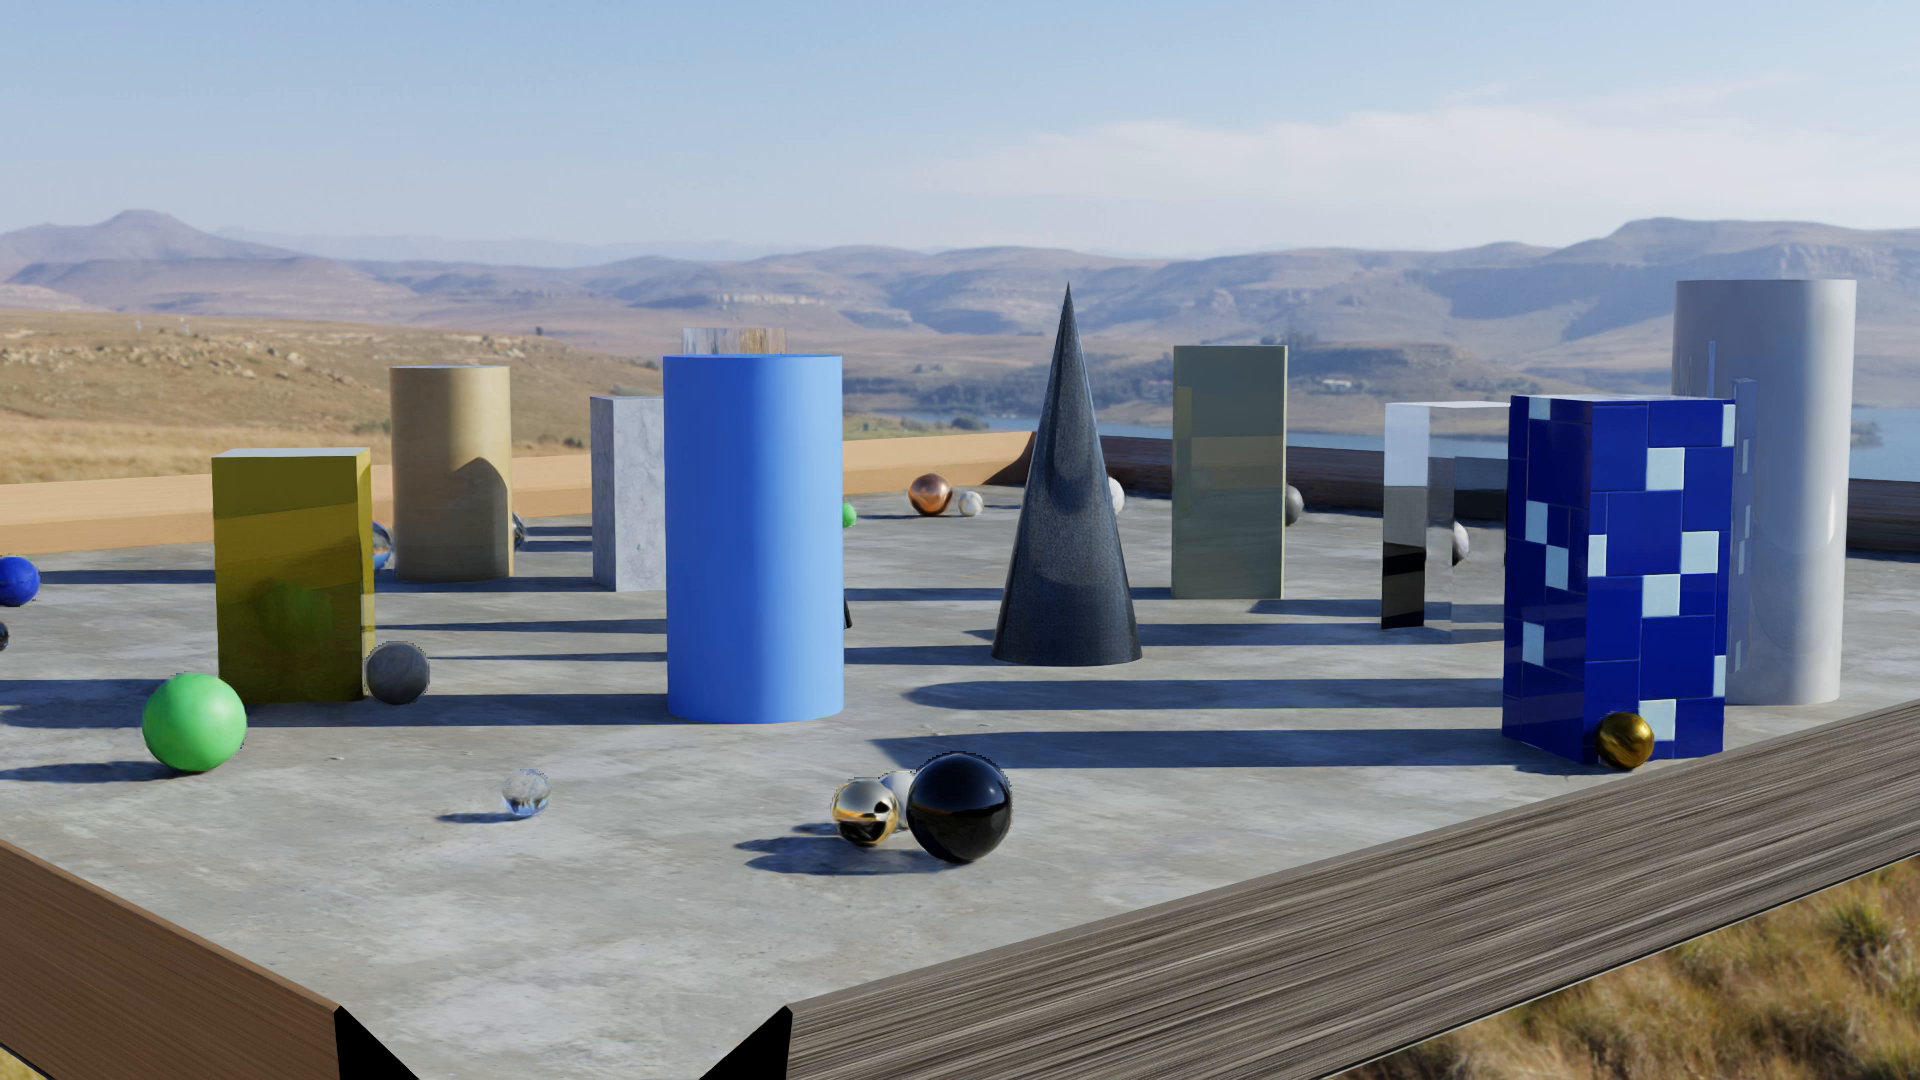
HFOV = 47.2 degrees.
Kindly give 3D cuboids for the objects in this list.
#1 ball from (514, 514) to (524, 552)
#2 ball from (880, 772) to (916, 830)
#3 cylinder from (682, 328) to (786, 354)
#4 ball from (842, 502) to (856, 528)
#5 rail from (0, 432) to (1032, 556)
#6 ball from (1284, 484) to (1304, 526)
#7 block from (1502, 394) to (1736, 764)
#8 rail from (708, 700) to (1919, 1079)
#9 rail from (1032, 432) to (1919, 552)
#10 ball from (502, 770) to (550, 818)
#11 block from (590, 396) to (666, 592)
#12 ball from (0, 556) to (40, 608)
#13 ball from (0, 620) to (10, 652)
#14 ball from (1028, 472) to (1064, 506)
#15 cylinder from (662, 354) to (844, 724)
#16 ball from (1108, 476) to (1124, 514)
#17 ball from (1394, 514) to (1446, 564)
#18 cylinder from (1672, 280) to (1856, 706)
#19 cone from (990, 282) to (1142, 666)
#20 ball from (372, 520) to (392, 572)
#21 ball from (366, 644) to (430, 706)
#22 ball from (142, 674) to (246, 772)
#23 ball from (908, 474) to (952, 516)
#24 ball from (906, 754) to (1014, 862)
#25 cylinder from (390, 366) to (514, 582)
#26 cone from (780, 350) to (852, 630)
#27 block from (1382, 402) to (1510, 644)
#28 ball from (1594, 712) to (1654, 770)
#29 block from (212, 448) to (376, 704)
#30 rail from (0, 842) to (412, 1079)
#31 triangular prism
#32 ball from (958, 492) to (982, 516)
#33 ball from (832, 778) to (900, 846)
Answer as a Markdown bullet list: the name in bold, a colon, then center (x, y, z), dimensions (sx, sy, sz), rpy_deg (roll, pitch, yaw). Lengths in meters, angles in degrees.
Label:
- **ball**: center (-0.834, -0.013, 4.000), dimensions (0.084, 0.084, 0.084), rpy_deg (0, 6, 0)
- **ball**: center (-0.052, 0.225, 1.893), dimensions (0.049, 0.049, 0.049), rpy_deg (0, 6, 0)
- **cylinder**: center (-0.425, -0.194, 4.157), dimensions (0.197, 0.411, 0.197), rpy_deg (0, 6, 0)
- **ball**: center (-0.239, -0.051, 4.516), dimensions (0.052, 0.052, 0.052), rpy_deg (0, 6, 0)
- **rail**: center (-1.114, -0.092, 4.533), dimensions (3.590, 0.128, 0.045), rpy_deg (-5, 8, -42)
- **ball**: center (0.665, -0.073, 4.545), dimensions (0.089, 0.089, 0.089), rpy_deg (0, 6, 0)
- **block**: center (0.667, 0.033, 2.240), dimensions (0.158, 0.357, 0.158), rpy_deg (-2, 6, -15)
- **rail**: center (1.114, 0.159, 2.131), dimensions (3.590, 0.128, 0.045), rpy_deg (-5, 8, -42)
- **rail**: center (1.302, -0.091, 4.527), dimensions (0.045, 0.128, 3.334), rpy_deg (-5, 8, -42)
- **ball**: center (-0.382, 0.224, 1.936), dimensions (0.042, 0.042, 0.042), rpy_deg (0, 6, 0)
- **block**: center (-0.503, -0.080, 3.578), dimensions (0.158, 0.304, 0.158), rpy_deg (-2, 6, -22)
- **ball**: center (-1.425, 0.063, 3.309), dimensions (0.077, 0.077, 0.077), rpy_deg (0, 6, 0)
- **ball**: center (-1.251, 0.124, 2.827), dimensions (0.054, 0.054, 0.054), rpy_deg (0, 6, 0)
- **ball**: center (0.194, -0.116, 4.996), dimensions (0.081, 0.081, 0.081), rpy_deg (0, 6, 0)
- **cylinder**: center (-0.229, -0.007, 2.451), dimensions (0.197, 0.394, 0.197), rpy_deg (0, 6, 0)
- **ball**: center (0.300, -0.089, 4.664), dimensions (0.097, 0.097, 0.097), rpy_deg (0, 6, 0)
- **ball**: center (0.811, -0.002, 3.878), dimensions (0.087, 0.087, 0.087), rpy_deg (0, 6, 0)
- **cylinder**: center (0.927, -0.061, 2.559), dimensions (0.197, 0.478, 0.197), rpy_deg (0, 6, 0)
- **cone**: center (0.138, -0.091, 2.829), dimensions (0.197, 0.483, 0.197), rpy_deg (0, 6, 0)
- **ball**: center (-0.997, 0.012, 3.666), dimensions (0.095, 0.095, 0.095), rpy_deg (0, 6, 0)
- **ball**: center (-0.636, 0.152, 2.487), dimensions (0.070, 0.070, 0.070), rpy_deg (0, 6, 0)
- **ball**: center (-0.740, 0.177, 2.125), dimensions (0.096, 0.096, 0.096), rpy_deg (0, 6, 0)
- **ball**: center (-0.064, -0.097, 4.759), dimensions (0.093, 0.093, 0.093), rpy_deg (0, 6, 0)
- **ball**: center (0.000, 0.217, 1.780), dimensions (0.087, 0.087, 0.087), rpy_deg (0, 6, 0)
- **cylinder**: center (-0.851, -0.115, 3.689), dimensions (0.197, 0.351, 0.197), rpy_deg (0, 6, 0)
- **cone**: center (-0.251, -0.073, 3.099), dimensions (0.197, 0.390, 0.197), rpy_deg (0, 6, 0)
- **block**: center (0.695, -0.028, 3.027), dimensions (0.158, 0.317, 0.158), rpy_deg (-3, 7, -24)
- **ball**: center (0.647, 0.195, 2.140), dimensions (0.056, 0.056, 0.056), rpy_deg (0, 6, 0)
- **block**: center (-0.774, 0.037, 2.568), dimensions (0.158, 0.281, 0.158), rpy_deg (-1, 6, -9)
- **rail**: center (-1.302, 0.158, 2.137), dimensions (0.045, 0.128, 3.334), rpy_deg (-5, 8, -42)
- **triangular prism**: center (0.416, -0.111, 3.460), dimensions (0.171, 0.391, 0.148), rpy_deg (0, 6, 1)
- **ball**: center (0.023, -0.077, 4.757), dimensions (0.054, 0.054, 0.054), rpy_deg (0, 6, 0)
- **ball**: center (-0.079, 0.227, 1.835), dimensions (0.056, 0.056, 0.056), rpy_deg (0, 6, 0)
